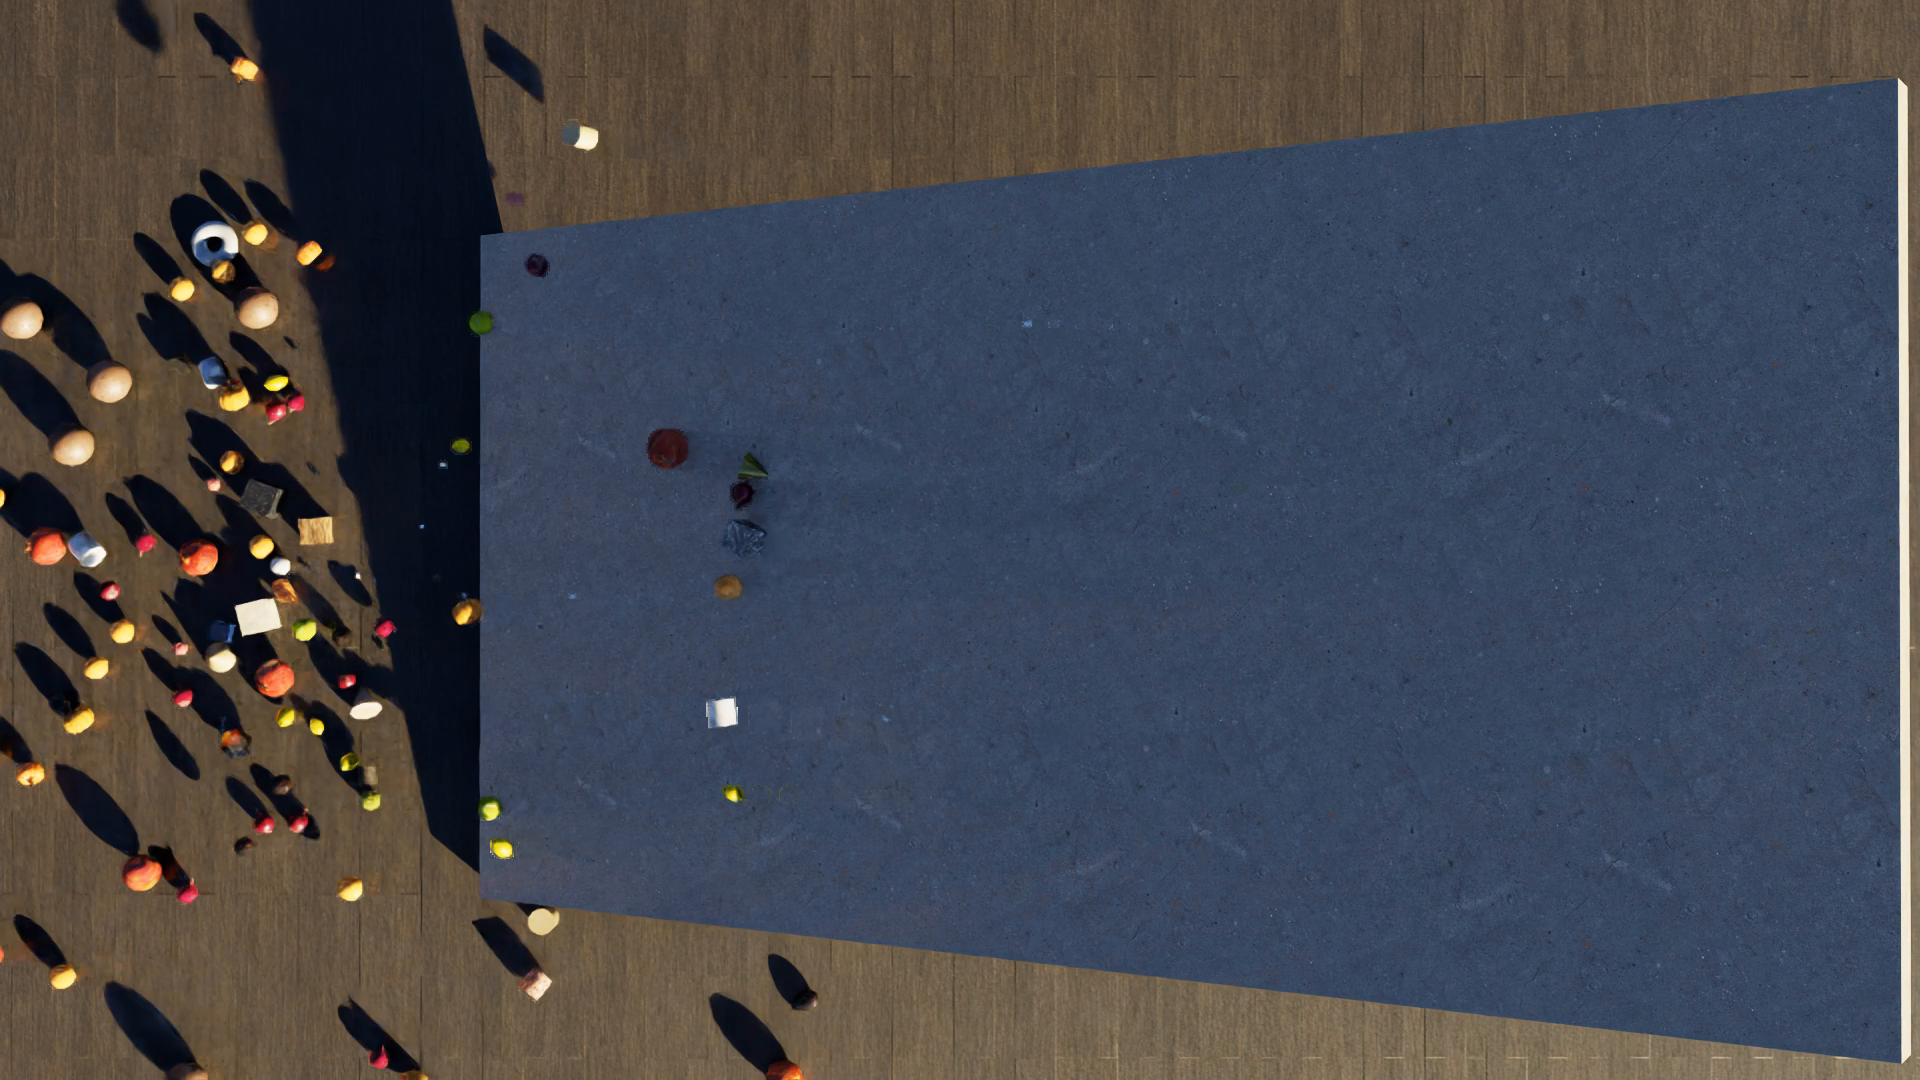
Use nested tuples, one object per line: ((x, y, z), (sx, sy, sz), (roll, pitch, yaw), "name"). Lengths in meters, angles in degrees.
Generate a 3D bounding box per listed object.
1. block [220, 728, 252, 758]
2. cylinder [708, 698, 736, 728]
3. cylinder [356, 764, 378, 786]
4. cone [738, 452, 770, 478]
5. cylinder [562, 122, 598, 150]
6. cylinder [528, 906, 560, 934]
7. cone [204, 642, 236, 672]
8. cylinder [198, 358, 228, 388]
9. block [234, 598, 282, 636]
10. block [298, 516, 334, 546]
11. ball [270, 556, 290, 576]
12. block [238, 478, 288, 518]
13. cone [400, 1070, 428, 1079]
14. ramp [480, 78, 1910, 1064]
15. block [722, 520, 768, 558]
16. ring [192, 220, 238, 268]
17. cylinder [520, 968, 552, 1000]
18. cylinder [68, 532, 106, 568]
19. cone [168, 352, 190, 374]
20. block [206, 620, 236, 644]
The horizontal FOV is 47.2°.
((-2.190, 0.616, 6.659), (0.061, 0.061, 0.061), (-14, 47, 11), "block")
((-0.627, 0.454, 5.792), (0.069, 0.069, 0.069), (-8, 89, 0), "cylinder")
((-1.793, 0.712, 6.653), (0.057, 0.057, 0.057), (-7, 83, 0), "cylinder")
((-0.557, -0.190, 6.041), (0.080, 0.080, 0.080), (23, 90, 4), "cone")
((-1.144, -1.218, 6.623), (0.074, 0.074, 0.074), (0, 90, 34), "cylinder")
((-1.263, 1.152, 6.673), (0.080, 0.080, 0.080), (0, 90, 0), "cylinder")
((-2.260, 0.356, 6.671), (0.096, 0.096, 0.096), (0, 90, 0), "cone")
((-2.270, -0.509, 6.681), (0.067, 0.067, 0.067), (-26, 70, 0), "cylinder")
((-2.130, 0.233, 6.674), (0.093, 0.093, 0.093), (-15, 90, 0), "block")
((-1.958, -0.027, 6.684), (0.078, 0.078, 0.078), (-6, 90, 0), "block")
((-2.069, 0.078, 6.691), (0.062, 0.062, 0.062), (0, 90, 0), "ball")
((-2.116, -0.127, 6.677), (0.093, 0.093, 0.093), (22, 90, 0), "block")
((-1.650, 1.645, 6.637), (0.091, 0.091, 0.091), (3, 76, -12), "cone")
((0.256, 0.070, 5.592), (4.000, 0.100, 2.000), (0, 89, 33), "ramp")
((-0.593, -0.003, 6.038), (0.076, 0.076, 0.076), (31, 106, 29), "block")
((-2.273, -0.903, 6.707), (0.144, 0.048, 0.144), (0, 91, 1), "ring")
((-1.286, 1.344, 6.663), (0.072, 0.072, 0.072), (38, 74, 0), "cylinder")
((-2.645, 0.029, 6.660), (0.079, 0.079, 0.079), (42, 90, 23), "cylinder")
((-2.370, -0.551, 6.705), (0.067, 0.067, 0.067), (12, 51, 0), "cone")
((-2.249, 0.279, 6.690), (0.058, 0.058, 0.058), (15, 91, 0), "block")
